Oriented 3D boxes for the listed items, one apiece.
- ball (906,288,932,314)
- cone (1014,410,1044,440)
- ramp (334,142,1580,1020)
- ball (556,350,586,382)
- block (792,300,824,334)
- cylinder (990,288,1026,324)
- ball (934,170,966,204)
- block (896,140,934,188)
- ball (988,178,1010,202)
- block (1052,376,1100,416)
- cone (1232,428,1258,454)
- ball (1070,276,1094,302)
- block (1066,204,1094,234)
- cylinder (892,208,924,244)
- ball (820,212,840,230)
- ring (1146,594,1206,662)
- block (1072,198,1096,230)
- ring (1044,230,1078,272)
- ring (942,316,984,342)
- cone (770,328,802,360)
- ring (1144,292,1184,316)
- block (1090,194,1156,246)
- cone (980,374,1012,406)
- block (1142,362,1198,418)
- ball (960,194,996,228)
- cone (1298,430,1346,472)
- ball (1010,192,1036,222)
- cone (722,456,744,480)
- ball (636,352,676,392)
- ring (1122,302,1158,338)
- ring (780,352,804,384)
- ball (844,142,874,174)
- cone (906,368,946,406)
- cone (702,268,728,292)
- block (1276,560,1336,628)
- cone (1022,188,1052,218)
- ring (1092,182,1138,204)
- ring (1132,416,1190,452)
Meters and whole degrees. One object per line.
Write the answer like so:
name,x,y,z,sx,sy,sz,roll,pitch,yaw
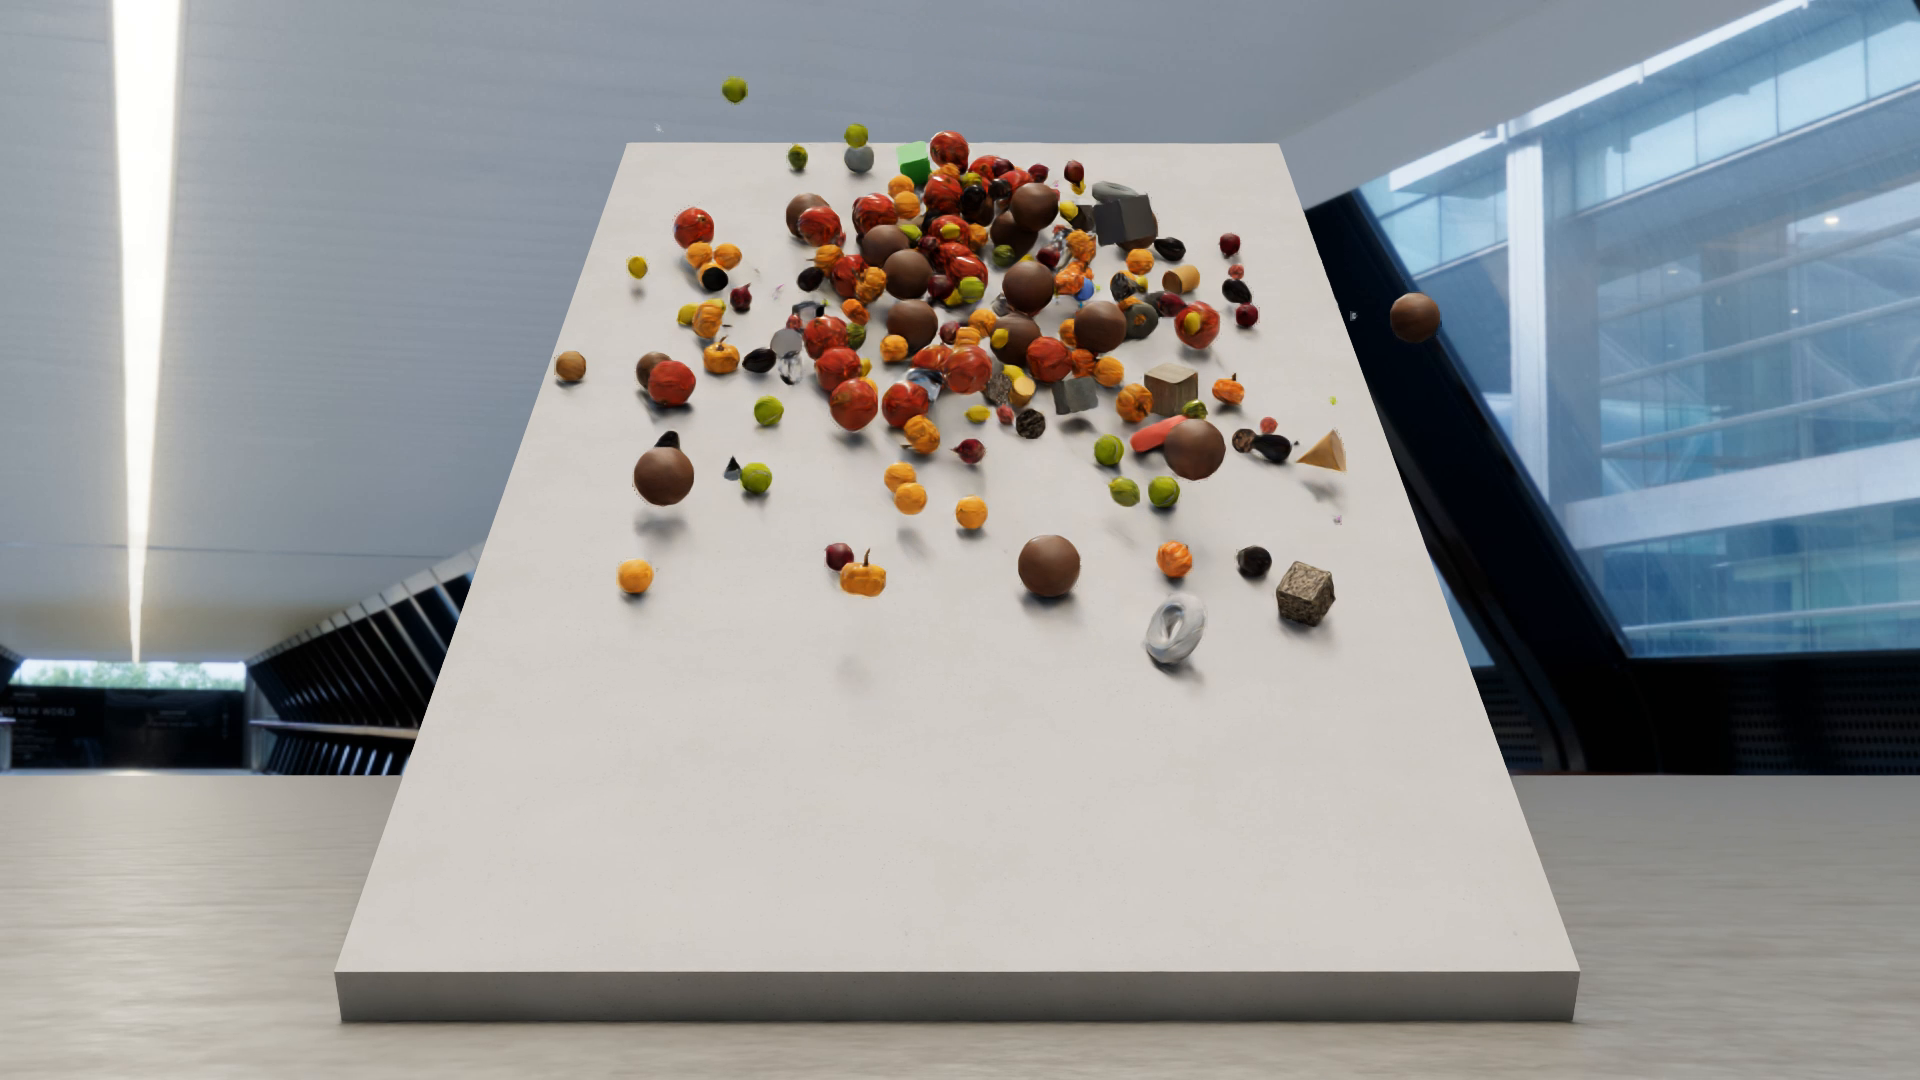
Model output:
ball,-0.105,-0.616,6.173,0.069,0.069,0.069,0,-5,0
cone,0.165,-0.268,5.575,0.070,0.070,0.070,-1,7,6
ramp,-0.012,-0.220,5.622,2.000,0.100,4.000,0,29,0
ball,-0.943,-0.422,5.805,0.075,0.075,0.075,0,-5,0
block,-0.386,-0.569,6.096,0.058,0.058,0.058,23,36,36
cylinder,0.119,-0.589,6.006,0.065,0.065,0.065,-41,-17,12
ball,-0.028,-1.013,6.878,0.095,0.095,0.095,0,-5,0
block,-0.133,-1.100,7.004,0.087,0.087,0.087,-13,-44,2
ball,0.107,-0.952,6.510,0.063,0.063,0.063,0,-5,0
block,0.269,-0.338,5.597,0.076,0.076,0.076,-12,2,-21
cone,0.656,-0.228,5.510,0.058,0.058,0.058,-1,1,11
ball,0.315,-0.648,6.179,0.062,0.062,0.062,0,-5,0
block,0.335,-0.876,6.525,0.054,0.054,0.054,-4,-32,-47
cylinder,-0.139,-0.843,6.425,0.068,0.068,0.068,20,-22,9
ball,-0.352,-0.866,6.497,0.051,0.051,0.051,0,-5,0
ring,0.421,0.172,4.670,0.048,0.145,0.145,26,-19,-31
block,0.345,-0.903,6.641,0.062,0.062,0.062,-3,-43,-6
ring,0.267,-0.771,6.387,0.042,0.126,0.126,33,7,20
ring,0.006,-0.533,6.055,0.109,0.036,0.109,0,30,0
cone,-0.420,-0.483,5.961,0.082,0.082,0.082,-1,1,13
ring,0.528,-0.612,6.206,0.108,0.036,0.108,0,30,0
block,0.380,-0.742,5.557,0.096,0.096,0.096,-19,9,-39
cone,0.072,-0.358,5.736,0.079,0.079,0.079,4,-3,-38
block,0.498,-0.354,5.672,0.092,0.092,0.092,21,35,34
ball,0.048,-0.906,6.593,0.097,0.097,0.097,0,-5,0
cone,0.794,-0.186,5.325,0.098,0.098,0.098,-15,-11,22
ball,0.184,-0.940,6.755,0.084,0.084,0.084,0,-5,0
cone,-0.508,-0.167,5.365,0.050,0.050,0.050,0,29,0
ball,-0.733,-0.405,5.754,0.096,0.096,0.096,0,-5,0
ring,0.453,-0.553,6.033,0.097,0.097,0.032,1,33,-11
ring,-0.408,-0.416,5.787,0.027,0.082,0.082,9,0,30
ball,-0.297,-1.132,7.098,0.091,0.091,0.091,0,-5,0
cone,-0.060,-0.379,5.628,0.097,0.097,0.097,5,-22,-41
cone,-0.635,-0.693,6.239,0.067,0.067,0.067,0,30,1
block,0.694,0.109,4.806,0.082,0.082,0.082,19,-34,31
cone,0.216,-0.925,6.700,0.083,0.083,0.083,-1,-36,7
ring,0.444,-0.990,6.862,0.139,0.046,0.139,12,20,-4
ring,0.457,-0.242,5.454,0.143,0.048,0.143,-22,-2,-1
